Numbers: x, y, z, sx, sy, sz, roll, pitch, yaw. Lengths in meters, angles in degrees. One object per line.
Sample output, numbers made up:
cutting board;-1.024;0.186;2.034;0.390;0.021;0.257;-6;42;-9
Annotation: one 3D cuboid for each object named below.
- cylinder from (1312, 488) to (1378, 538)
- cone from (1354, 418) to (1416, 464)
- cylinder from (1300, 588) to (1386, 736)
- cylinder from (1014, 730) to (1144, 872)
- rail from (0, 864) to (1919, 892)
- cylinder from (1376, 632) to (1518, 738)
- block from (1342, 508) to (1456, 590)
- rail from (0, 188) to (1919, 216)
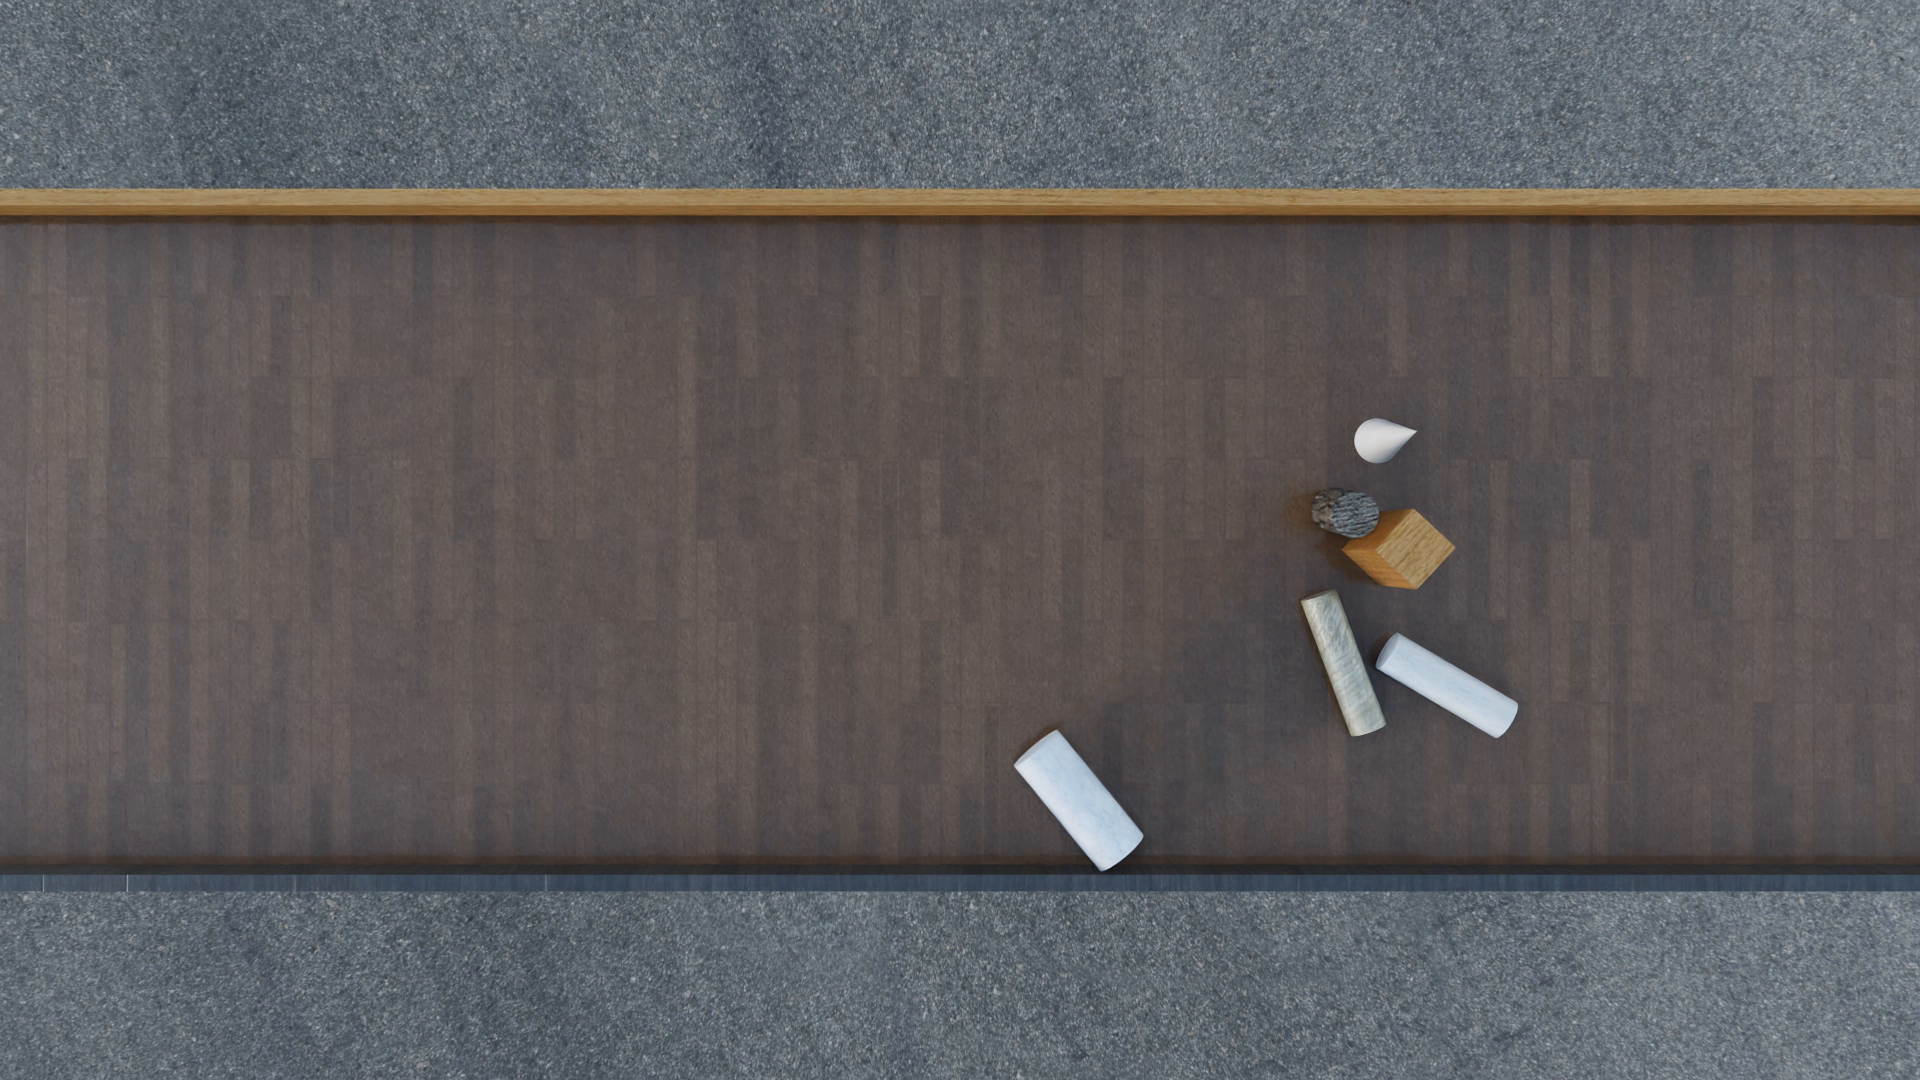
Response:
cylinder;1.134;-0.083;4.876;0.132;0.392;0.132;0;93;4
cone;1.284;-0.306;4.856;0.139;0.442;0.139;0;90;0
cylinder;1.167;0.371;5.020;0.113;0.113;0.437;-20;90;0
cylinder;0.359;0.787;4.990;0.172;0.172;0.408;-39;90;0
rail;-2.247;1.025;5.001;12.000;0.150;0.050;0;90;0
cylinder;1.478;0.441;5.013;0.415;0.126;0.126;30;90;0
block;1.288;0.026;4.870;0.161;0.413;0.161;43;90;0
rail;-2.247;-1.025;5.002;12.000;0.150;0.050;0;90;0
